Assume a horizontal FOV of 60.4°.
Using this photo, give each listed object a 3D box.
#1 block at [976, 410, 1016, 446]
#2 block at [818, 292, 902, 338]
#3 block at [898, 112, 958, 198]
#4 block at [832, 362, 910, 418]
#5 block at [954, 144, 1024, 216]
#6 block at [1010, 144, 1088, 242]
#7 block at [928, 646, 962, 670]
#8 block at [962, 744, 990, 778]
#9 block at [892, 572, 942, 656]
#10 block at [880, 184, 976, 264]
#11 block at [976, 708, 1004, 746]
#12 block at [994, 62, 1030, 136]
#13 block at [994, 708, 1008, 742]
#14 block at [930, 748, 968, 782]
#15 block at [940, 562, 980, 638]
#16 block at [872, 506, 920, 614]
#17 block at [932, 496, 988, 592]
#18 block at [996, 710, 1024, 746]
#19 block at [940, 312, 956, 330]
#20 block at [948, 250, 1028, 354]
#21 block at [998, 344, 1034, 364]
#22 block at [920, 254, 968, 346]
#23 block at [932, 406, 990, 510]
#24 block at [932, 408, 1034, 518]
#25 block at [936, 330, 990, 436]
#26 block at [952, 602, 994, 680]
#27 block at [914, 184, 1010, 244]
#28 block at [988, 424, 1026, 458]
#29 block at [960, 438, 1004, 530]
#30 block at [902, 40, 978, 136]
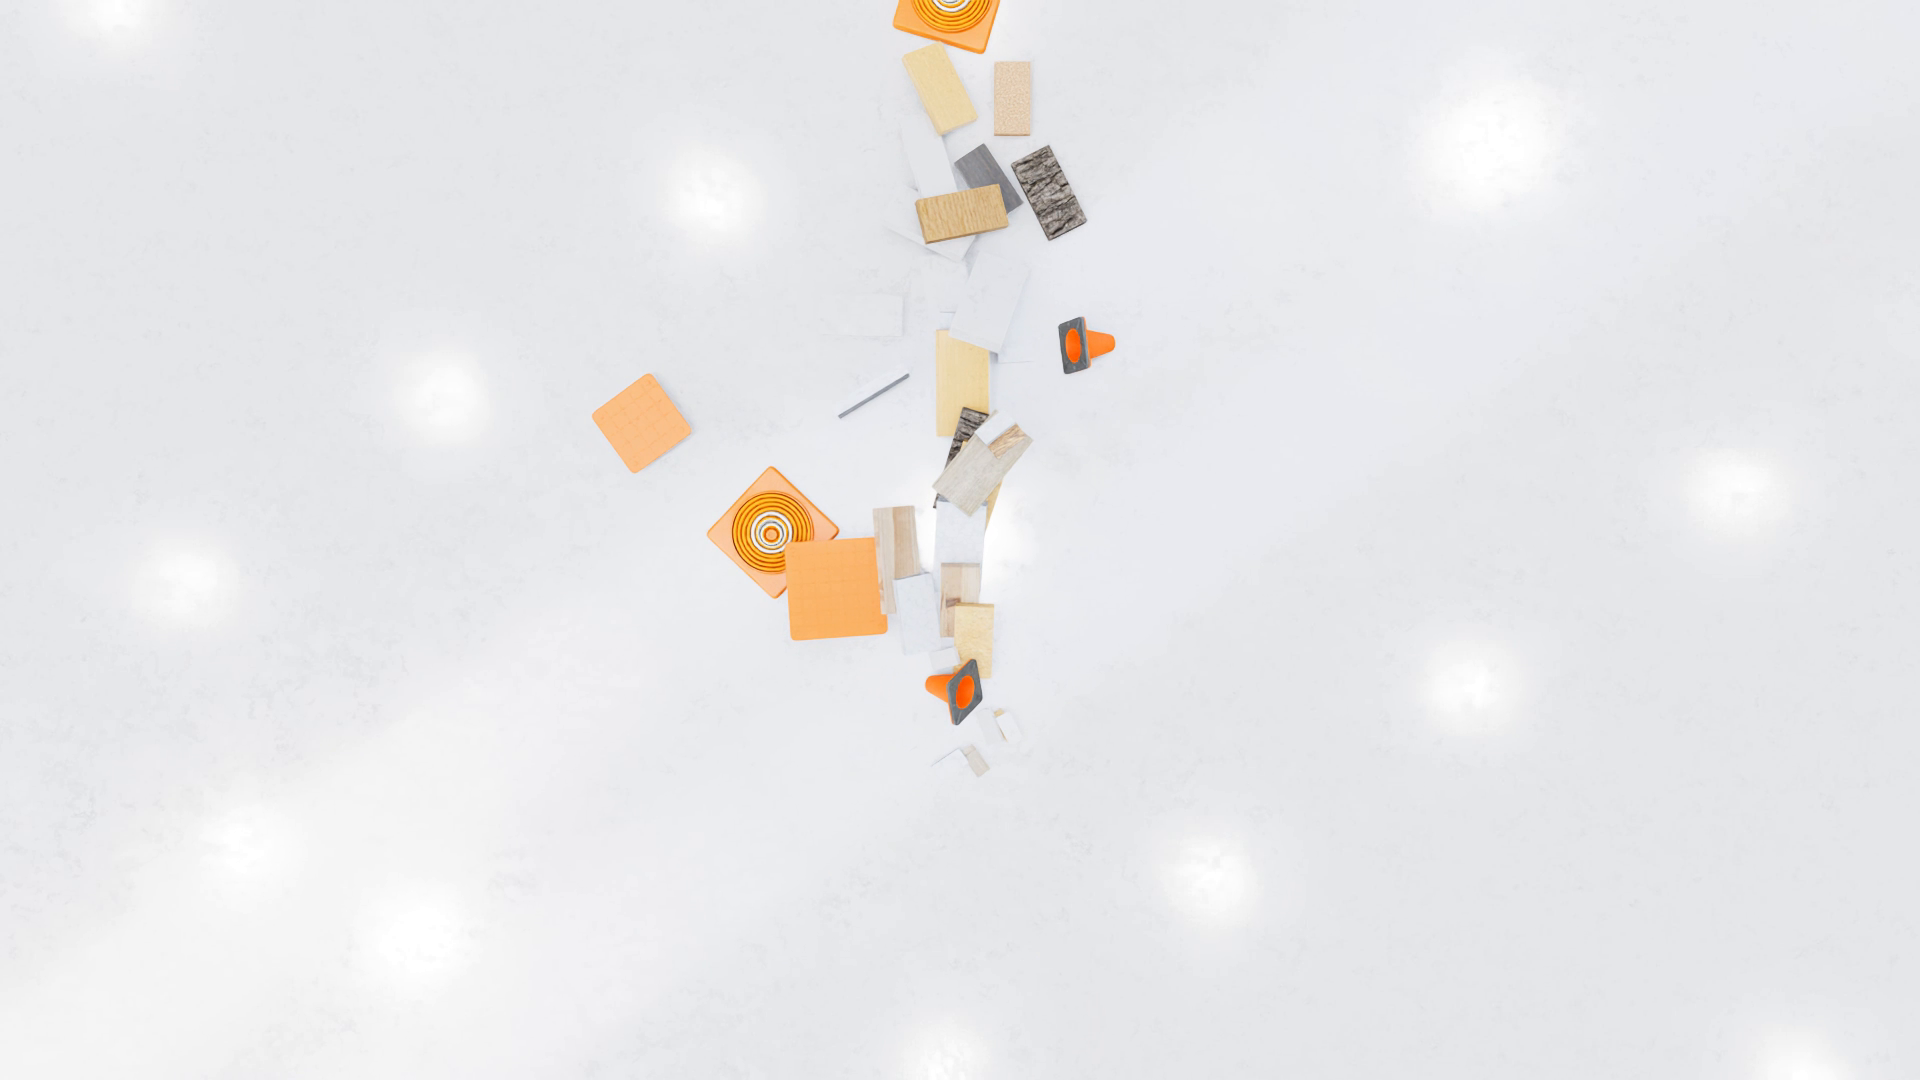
[{"bbox_3d":[0.113,-0.360,5.286,0.120,0.017,0.060,-39,67,-6],"label":"block"},{"bbox_3d":[-0.330,-0.747,5.481,0.273,0.039,0.136,1,90,0],"label":"block"},{"bbox_3d":[-0.105,-1.262,5.455,0.120,0.034,0.299,-15,84,-13],"label":"block"},{"bbox_3d":[-0.293,-0.491,5.432,0.273,0.136,0.039,-31,90,0],"label":"block"},{"bbox_3d":[0.095,-1.184,5.483,0.120,0.034,0.239,-33,90,0],"label":"block"},{"bbox_3d":[0.295,-1.153,5.480,0.141,0.040,0.283,-27,90,0],"label":"block"},{"bbox_3d":[-0.050,0.392,5.455,0.116,0.016,0.058,-17,90,42],"label":"block"},{"bbox_3d":[0.050,0.735,5.493,0.052,0.015,0.104,-37,90,0],"label":"block"},{"bbox_3d":[-0.142,0.243,5.436,0.127,0.036,0.255,-12,101,-24],"label":"block"},{"bbox_3d":[-0.097,-1.046,5.450,0.295,0.042,0.148,27,69,2],"label":"block"},{"bbox_3d":[0.099,0.619,5.478,0.058,0.016,0.116,-21,90,32],"label":"block"},{"bbox_3d":[0.174,-1.467,5.483,0.120,0.034,0.239,0,90,0],"label":"block"},{"bbox_3d":[0.146,0.617,5.493,0.052,0.015,0.104,-38,90,0],"label":"block"},{"bbox_3d":[-0.034,0.746,5.484,0.116,0.016,0.058,-35,90,8],"label":"block"},{"bbox_3d":[0.000,0.199,5.432,0.127,0.036,0.255,1,113,1],"label":"block"},{"bbox_3d":[-0.205,0.065,5.453,0.136,0.039,0.351,-5,90,-25],"label":"block"},{"bbox_3d":[-0.002,0.023,5.409,0.162,0.046,0.323,6,114,4],"label":"block"},{"bbox_3d":[0.165,0.625,5.478,0.052,0.015,0.104,-28,90,0],"label":"block"},{"bbox_3d":[0.003,-0.602,5.447,0.148,0.042,0.295,2,103,0],"label":"block"},{"bbox_3d":[0.096,-0.780,5.386,0.174,0.049,0.347,19,57,0],"label":"block"},{"bbox_3d":[0.185,-0.621,5.492,0.120,0.017,0.060,-3,90,0],"label":"block"},{"bbox_3d":[-0.038,-0.802,5.479,0.148,0.042,0.295,-9,90,0],"label":"block"},{"bbox_3d":[0.042,-0.246,5.430,0.174,0.049,0.347,17,105,-1],"label":"block"},{"bbox_3d":[0.073,-0.246,5.312,0.162,0.046,0.323,39,83,2],"label":"block"},{"bbox_3d":[0.008,-0.516,5.419,0.174,0.049,0.347,0,103,1],"label":"block"},{"bbox_3d":[0.045,0.332,5.440,0.127,0.036,0.255,2,110,0],"label":"block"},{"bbox_3d":[0.007,-1.069,5.412,0.283,0.040,0.141,-14,87,-13],"label":"block"},{"bbox_3d":[0.148,-0.320,5.293,0.120,0.017,0.060,-39,87,-6],"label":"block"},{"bbox_3d":[0.042,-0.153,5.405,0.162,0.046,0.323,18,105,-1],"label":"block"},{"bbox_3d":[-0.067,-1.495,5.459,0.141,0.040,0.283,-26,90,-18],"label":"block"}]
